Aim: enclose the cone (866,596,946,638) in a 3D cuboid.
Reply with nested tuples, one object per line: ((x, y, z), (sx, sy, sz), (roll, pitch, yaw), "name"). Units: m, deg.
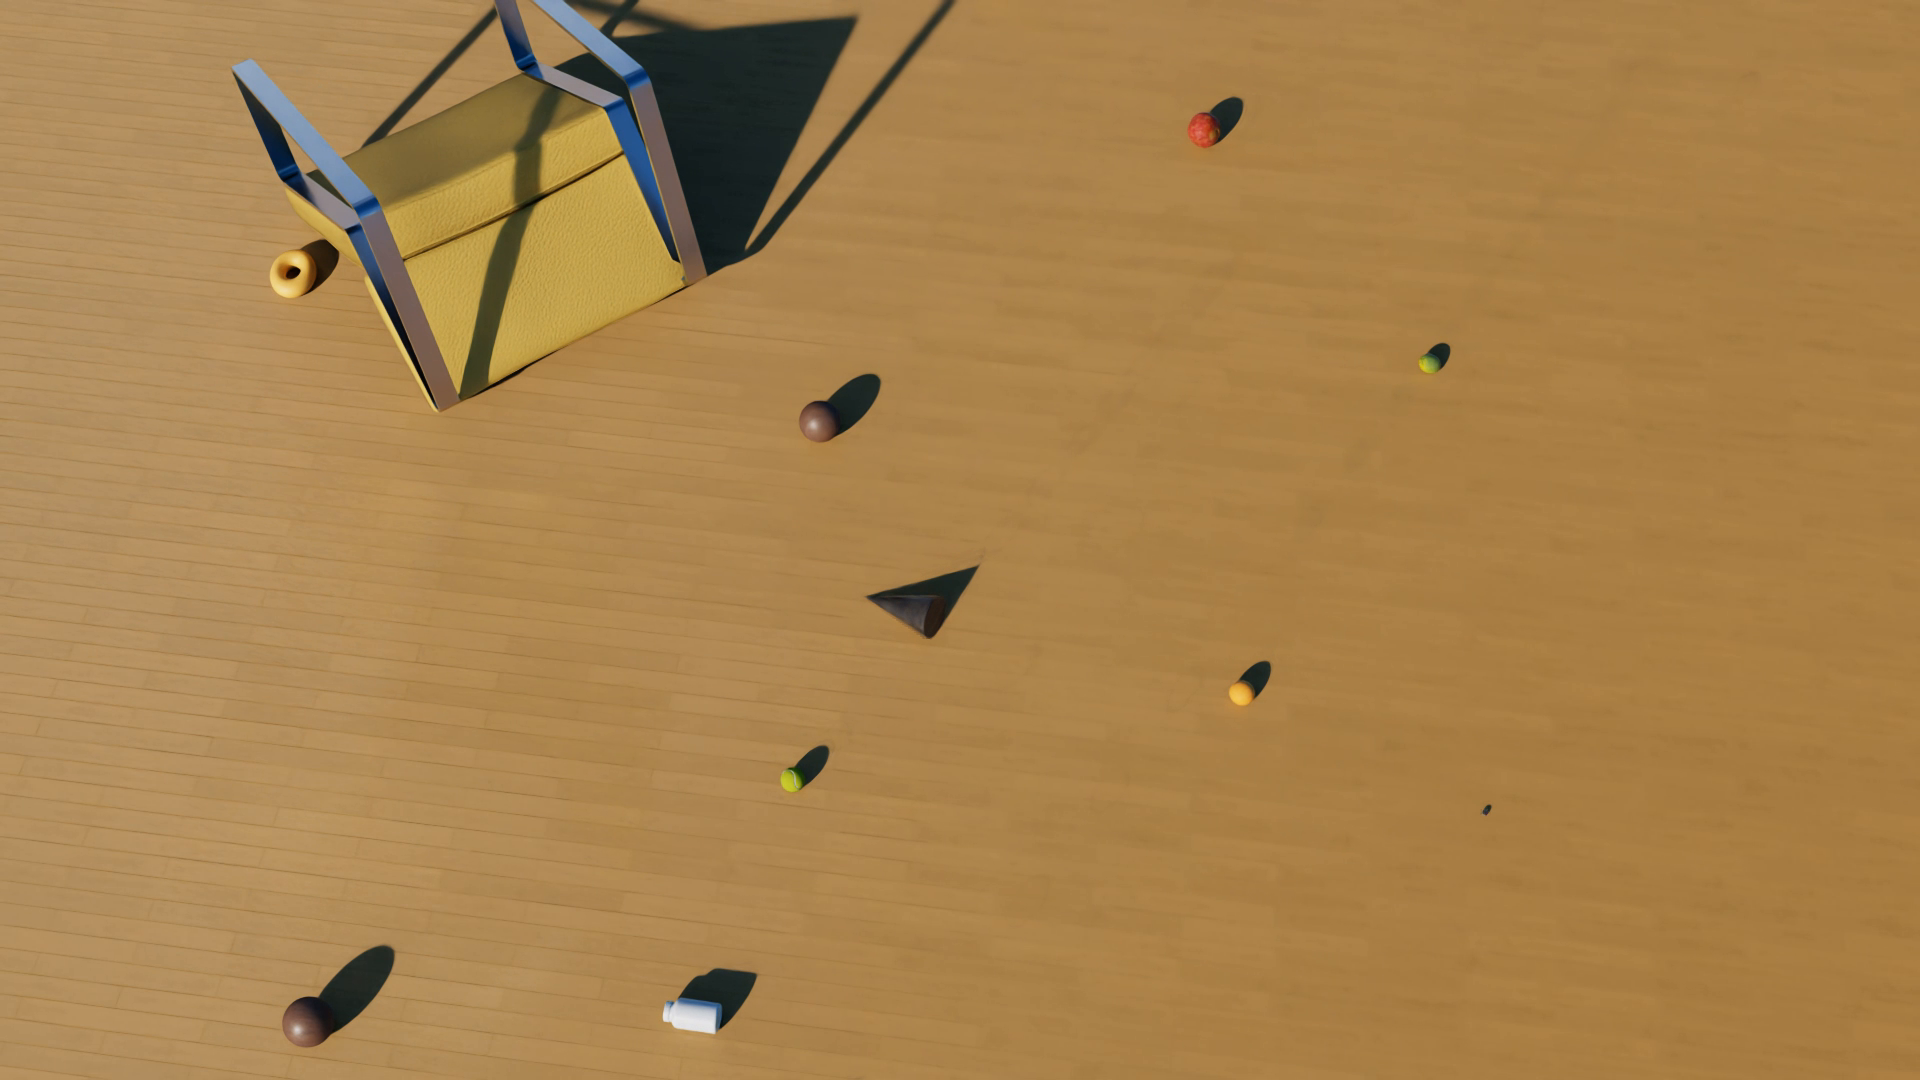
((-0.178, 0.194, 6.411), (0.242, 0.112, 0.131), (15, 66, 26), "cone")

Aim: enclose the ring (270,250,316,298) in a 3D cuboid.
((-2.157, -0.862, 7.117), (0.147, 0.060, 0.192), (-2, 55, -3), "ring")
